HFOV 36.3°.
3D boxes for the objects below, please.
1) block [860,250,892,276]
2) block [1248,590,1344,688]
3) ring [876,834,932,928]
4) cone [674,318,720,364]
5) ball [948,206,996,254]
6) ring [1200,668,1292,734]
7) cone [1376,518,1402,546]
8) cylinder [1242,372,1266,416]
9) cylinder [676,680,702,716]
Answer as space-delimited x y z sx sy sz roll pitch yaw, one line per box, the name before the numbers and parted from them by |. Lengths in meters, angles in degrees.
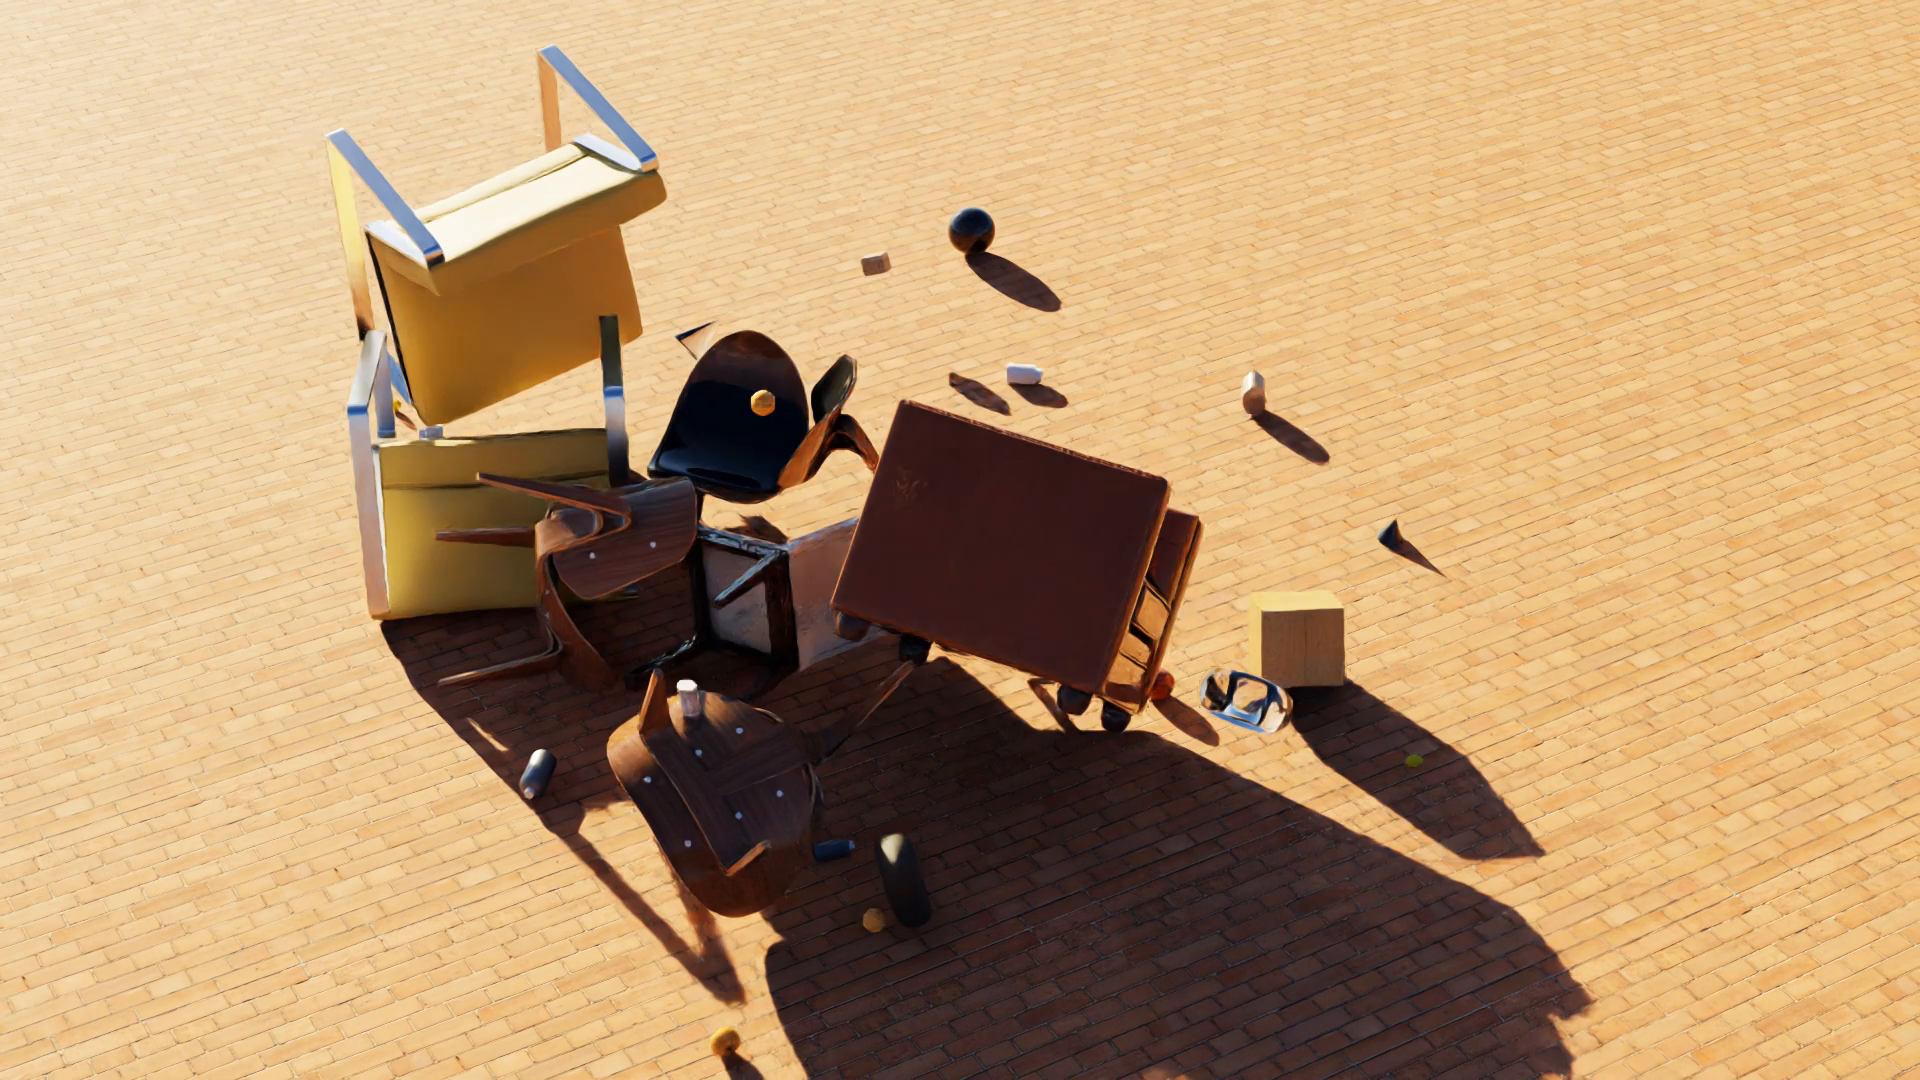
block | -0.350 -1.153 12.229 0.097 0.076 0.074 -9 17 21
block | 1.158 0.341 10.104 0.283 0.270 0.283 -2 11 -3
ring | -0.174 1.051 9.061 0.114 0.347 0.301 -18 65 -3
cone | -1.046 -0.840 11.982 0.191 0.174 0.092 -44 32 -3
ball | 0.050 -1.351 12.802 0.212 0.212 0.212 0 33 0
ring | 0.924 0.519 9.459 0.314 0.145 0.280 23 -10 -13
cone | 1.611 -0.046 10.914 0.094 0.093 0.120 22 41 11
cylinder | 1.172 -0.583 11.685 0.092 0.147 0.094 0 41 4
cylinder | -0.844 0.493 9.139 0.059 0.088 0.101 -15 21 -14
